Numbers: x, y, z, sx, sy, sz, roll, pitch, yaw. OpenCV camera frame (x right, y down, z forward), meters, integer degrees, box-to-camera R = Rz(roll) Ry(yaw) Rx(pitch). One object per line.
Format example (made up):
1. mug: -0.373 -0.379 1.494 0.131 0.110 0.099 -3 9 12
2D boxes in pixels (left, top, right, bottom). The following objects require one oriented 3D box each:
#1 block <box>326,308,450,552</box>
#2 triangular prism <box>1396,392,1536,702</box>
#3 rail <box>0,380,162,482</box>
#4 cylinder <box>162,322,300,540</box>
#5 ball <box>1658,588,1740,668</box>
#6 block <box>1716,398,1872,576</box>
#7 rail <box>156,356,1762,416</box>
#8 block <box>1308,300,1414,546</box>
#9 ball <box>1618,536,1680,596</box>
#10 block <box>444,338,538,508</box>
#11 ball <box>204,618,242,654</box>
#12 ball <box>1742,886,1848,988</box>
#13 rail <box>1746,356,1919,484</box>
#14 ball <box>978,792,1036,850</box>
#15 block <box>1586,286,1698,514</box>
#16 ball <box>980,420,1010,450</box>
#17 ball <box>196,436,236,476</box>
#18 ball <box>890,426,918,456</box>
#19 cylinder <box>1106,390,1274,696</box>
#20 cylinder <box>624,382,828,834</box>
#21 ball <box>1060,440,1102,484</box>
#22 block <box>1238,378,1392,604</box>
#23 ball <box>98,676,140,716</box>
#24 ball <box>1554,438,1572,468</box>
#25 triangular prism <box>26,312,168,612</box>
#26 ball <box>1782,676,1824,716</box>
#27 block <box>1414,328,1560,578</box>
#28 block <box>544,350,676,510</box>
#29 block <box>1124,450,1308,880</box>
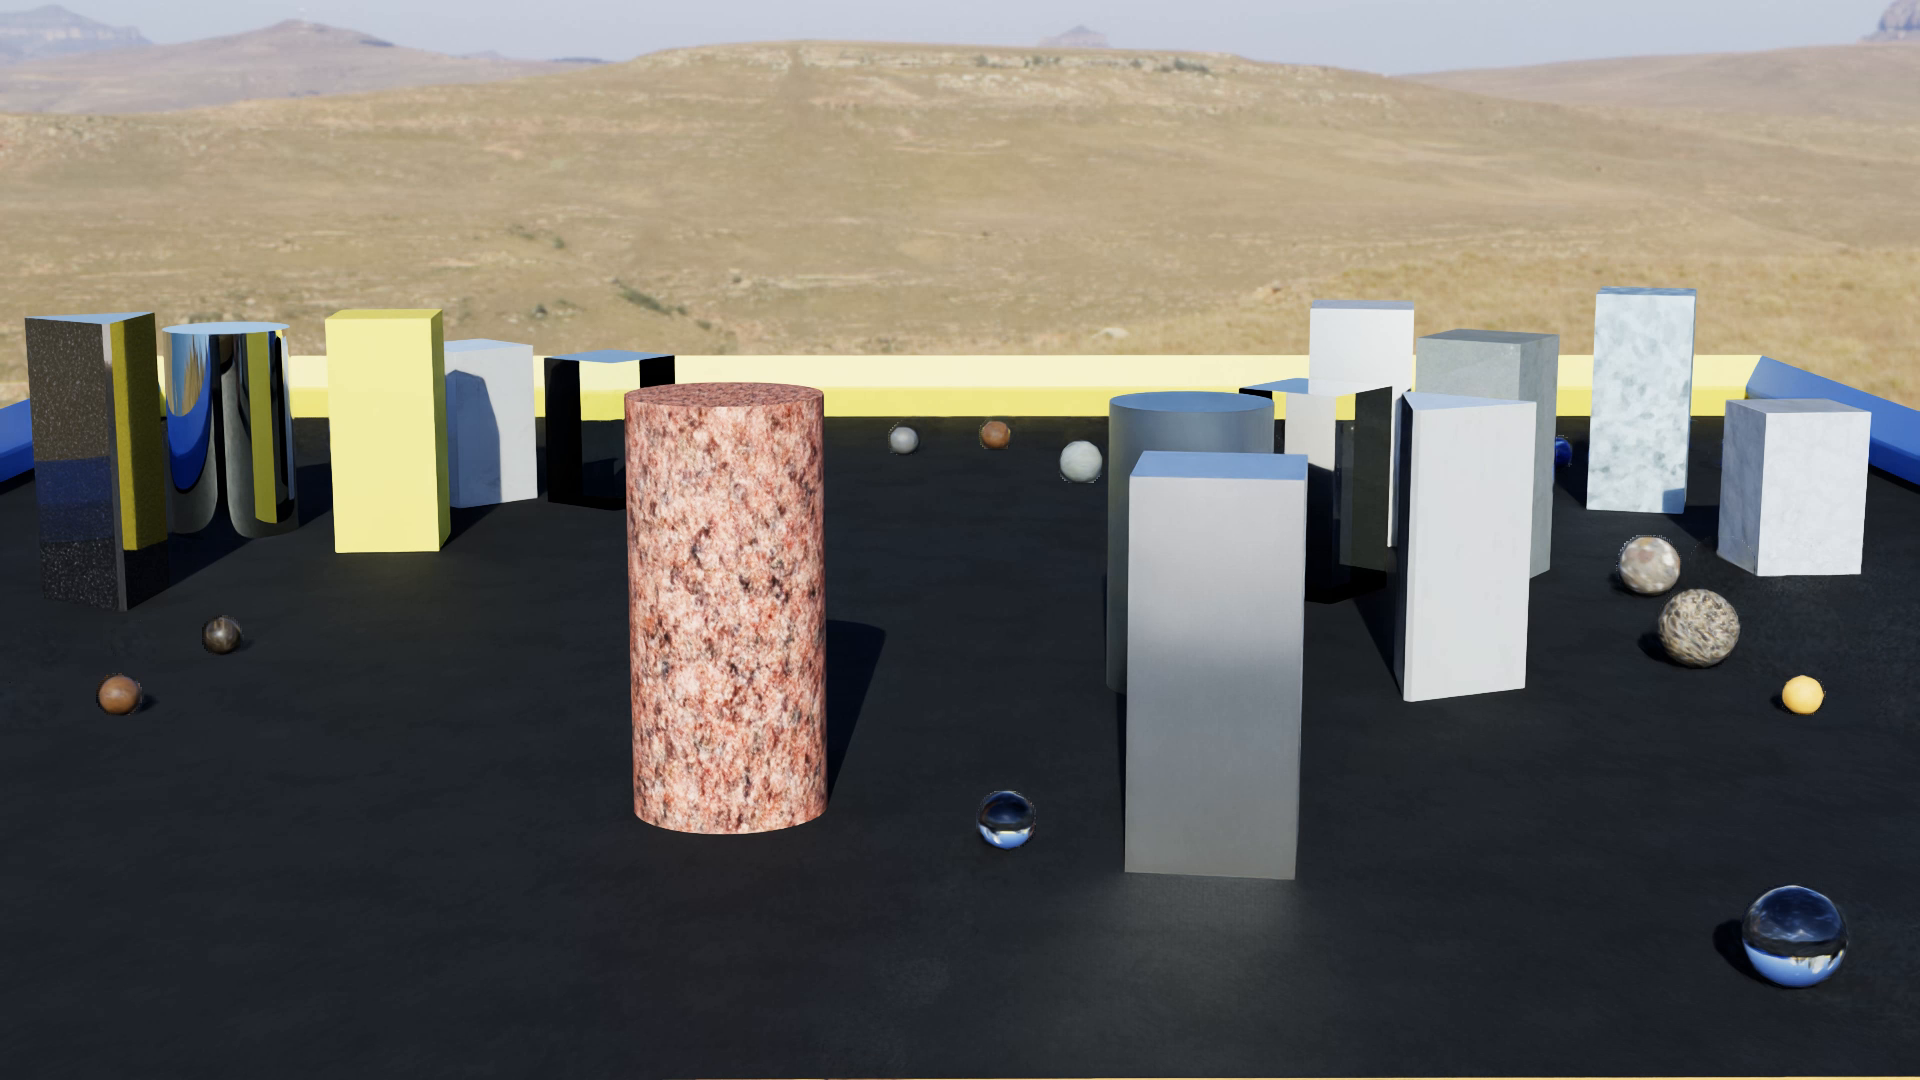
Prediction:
1. block: -0.871 -0.169 3.918 0.154 0.352 0.154 -1 11 -4
2. triangular prism: 0.563 0.002 3.034 0.167 0.339 0.144 -5 12 -24
3. rail: -1.661 0.034 3.440 0.045 0.125 3.871 0 11 0
4. cylinder: -1.146 -0.174 4.034 0.192 0.319 0.192 0 11 0
5. ball: 0.900 0.108 3.127 0.096 0.096 0.096 0 11 0
6. block: 1.217 -0.079 3.752 0.154 0.236 0.154 -1 11 -5
7. rail: -0.011 -0.317 5.329 3.369 0.125 0.045 0 11 0
8. block: 0.618 -0.183 3.966 0.154 0.361 0.154 2 11 9
9. ball: 0.954 0.036 3.548 0.083 0.083 0.083 0 11 0
10. block: -0.826 -0.200 4.333 0.154 0.259 0.154 -10 14 -43
11. ball: -0.920 0.120 3.200 0.046 0.046 0.046 0 11 0
12. ball: 0.666 0.316 2.047 0.081 0.081 0.081 0 11 0
13. rail: 1.661 0.030 3.459 0.045 0.125 3.871 0 11 0
14. ball: 0.044 0.263 2.408 0.054 0.054 0.054 0 11 0
15. block: 1.133 -0.235 4.262 0.154 0.356 0.154 3 11 17
16. ball: 0.068 -0.199 4.886 0.056 0.056 0.056 0 11 0
17. ball: -1.330 -0.150 4.586 0.070 0.070 0.070 0 11 0
18. ball: -0.106 -0.187 4.824 0.054 0.054 0.054 0 11 0
19. cylinder: 0.270 0.005 3.021 0.192 0.338 0.192 0 11 0
20. cylinder: -0.227 0.062 2.512 0.192 0.412 0.192 0 11 0
21. ball: 0.212 -0.137 4.498 0.076 0.076 0.076 0 11 0
22. block: 0.493 -0.072 3.576 0.154 0.285 0.154 8 13 38
23. ball: -0.950 0.176 2.901 0.045 0.045 0.045 0 11 0
24. ball: 1.084 -0.158 4.662 0.057 0.057 0.057 0 11 0
25. triangular prism: -1.155 -0.114 3.522 0.167 0.387 0.144 7 13 33
26. ball: 0.954 0.176 2.903 0.044 0.044 0.044 0 11 0
27. block: 0.753 -0.122 3.685 0.154 0.343 0.154 7 12 32
28. block: -0.586 -0.187 4.310 0.154 0.244 0.154 8 13 35
29. block: 0.238 0.111 2.371 0.154 0.365 0.154 2 11 8
